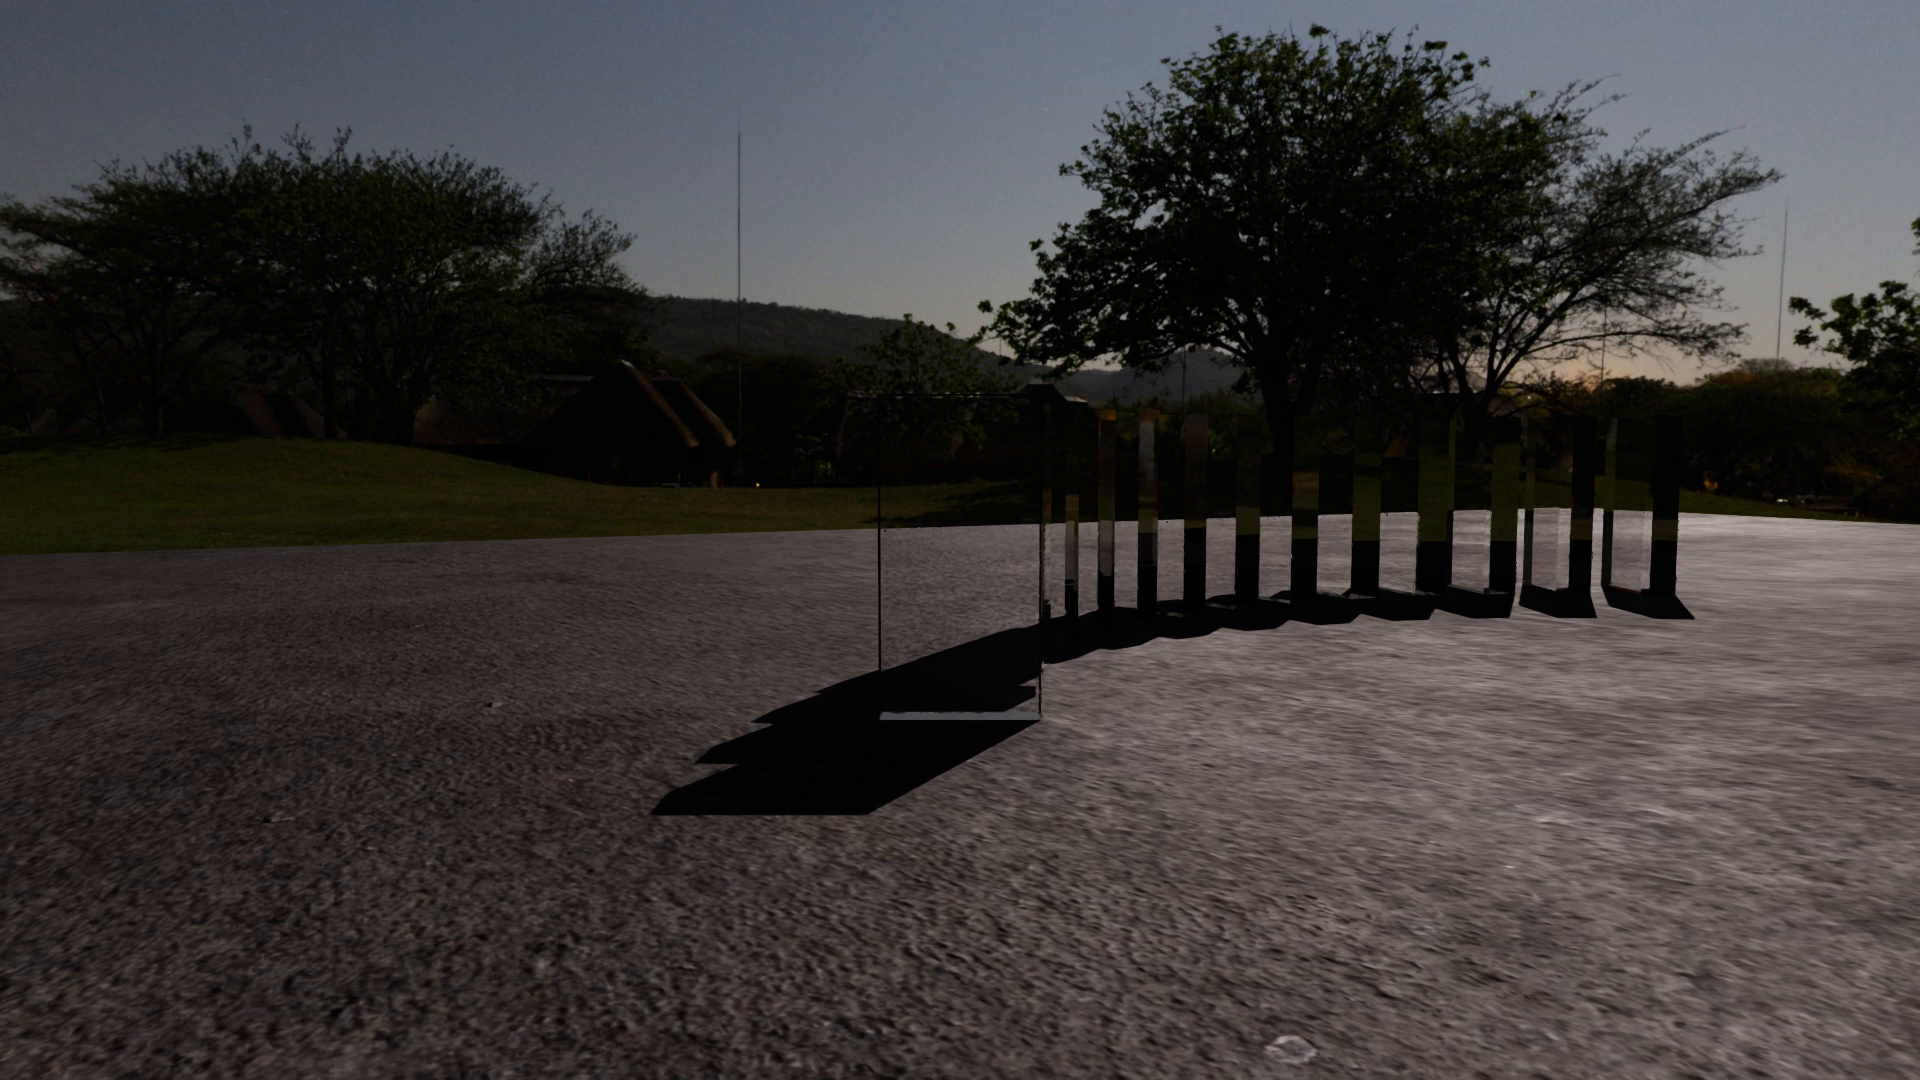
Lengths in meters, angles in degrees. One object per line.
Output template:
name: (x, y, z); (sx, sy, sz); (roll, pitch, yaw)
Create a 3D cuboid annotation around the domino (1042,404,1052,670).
domino: (0.004, -0.001, 0.246); (0.025, 0.050, 0.010); (1, 4, 14)

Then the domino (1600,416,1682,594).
domino: (0.198, -0.010, 0.373); (0.009, 0.050, 0.025); (0, 4, 3)

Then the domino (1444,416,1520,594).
domino: (0.152, -0.011, 0.374); (0.010, 0.050, 0.025); (0, 4, -6)

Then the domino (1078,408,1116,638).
domino: (0.021, -0.004, 0.289); (0.025, 0.050, 0.009); (2, 5, 30)

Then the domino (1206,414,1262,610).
domino: (0.067, -0.008, 0.341); (0.010, 0.050, 0.025); (-3, 5, -37)

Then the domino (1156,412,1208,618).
domino: (0.049, -0.007, 0.326); (0.009, 0.050, 0.025); (-4, 6, -45)

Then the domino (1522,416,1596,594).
domino: (0.175, -0.011, 0.375); (0.009, 0.050, 0.025); (0, 4, 3)

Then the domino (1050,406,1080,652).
domino: (0.011, -0.003, 0.268); (0.025, 0.050, 0.010); (2, 5, 22)

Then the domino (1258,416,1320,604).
domino: (0.086, -0.009, 0.353); (0.009, 0.050, 0.025); (-2, 5, -29)

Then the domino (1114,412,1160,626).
domino: (0.034, -0.006, 0.308); (0.025, 0.050, 0.009); (3, 5, 37)

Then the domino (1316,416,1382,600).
domino: (0.107, -0.010, 0.363); (0.010, 0.050, 0.025); (-2, 5, -22)

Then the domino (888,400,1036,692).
domino: (0.001, 0.001, 0.224); (0.025, 0.050, 0.009); (0, 4, 4)

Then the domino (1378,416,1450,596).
domino: (0.129, -0.010, 0.370); (0.010, 0.050, 0.025); (-1, 4, -14)

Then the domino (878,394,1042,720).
domino: (0.000, 0.002, 0.201); (0.025, 0.050, 0.010); (0, 4, 0)
